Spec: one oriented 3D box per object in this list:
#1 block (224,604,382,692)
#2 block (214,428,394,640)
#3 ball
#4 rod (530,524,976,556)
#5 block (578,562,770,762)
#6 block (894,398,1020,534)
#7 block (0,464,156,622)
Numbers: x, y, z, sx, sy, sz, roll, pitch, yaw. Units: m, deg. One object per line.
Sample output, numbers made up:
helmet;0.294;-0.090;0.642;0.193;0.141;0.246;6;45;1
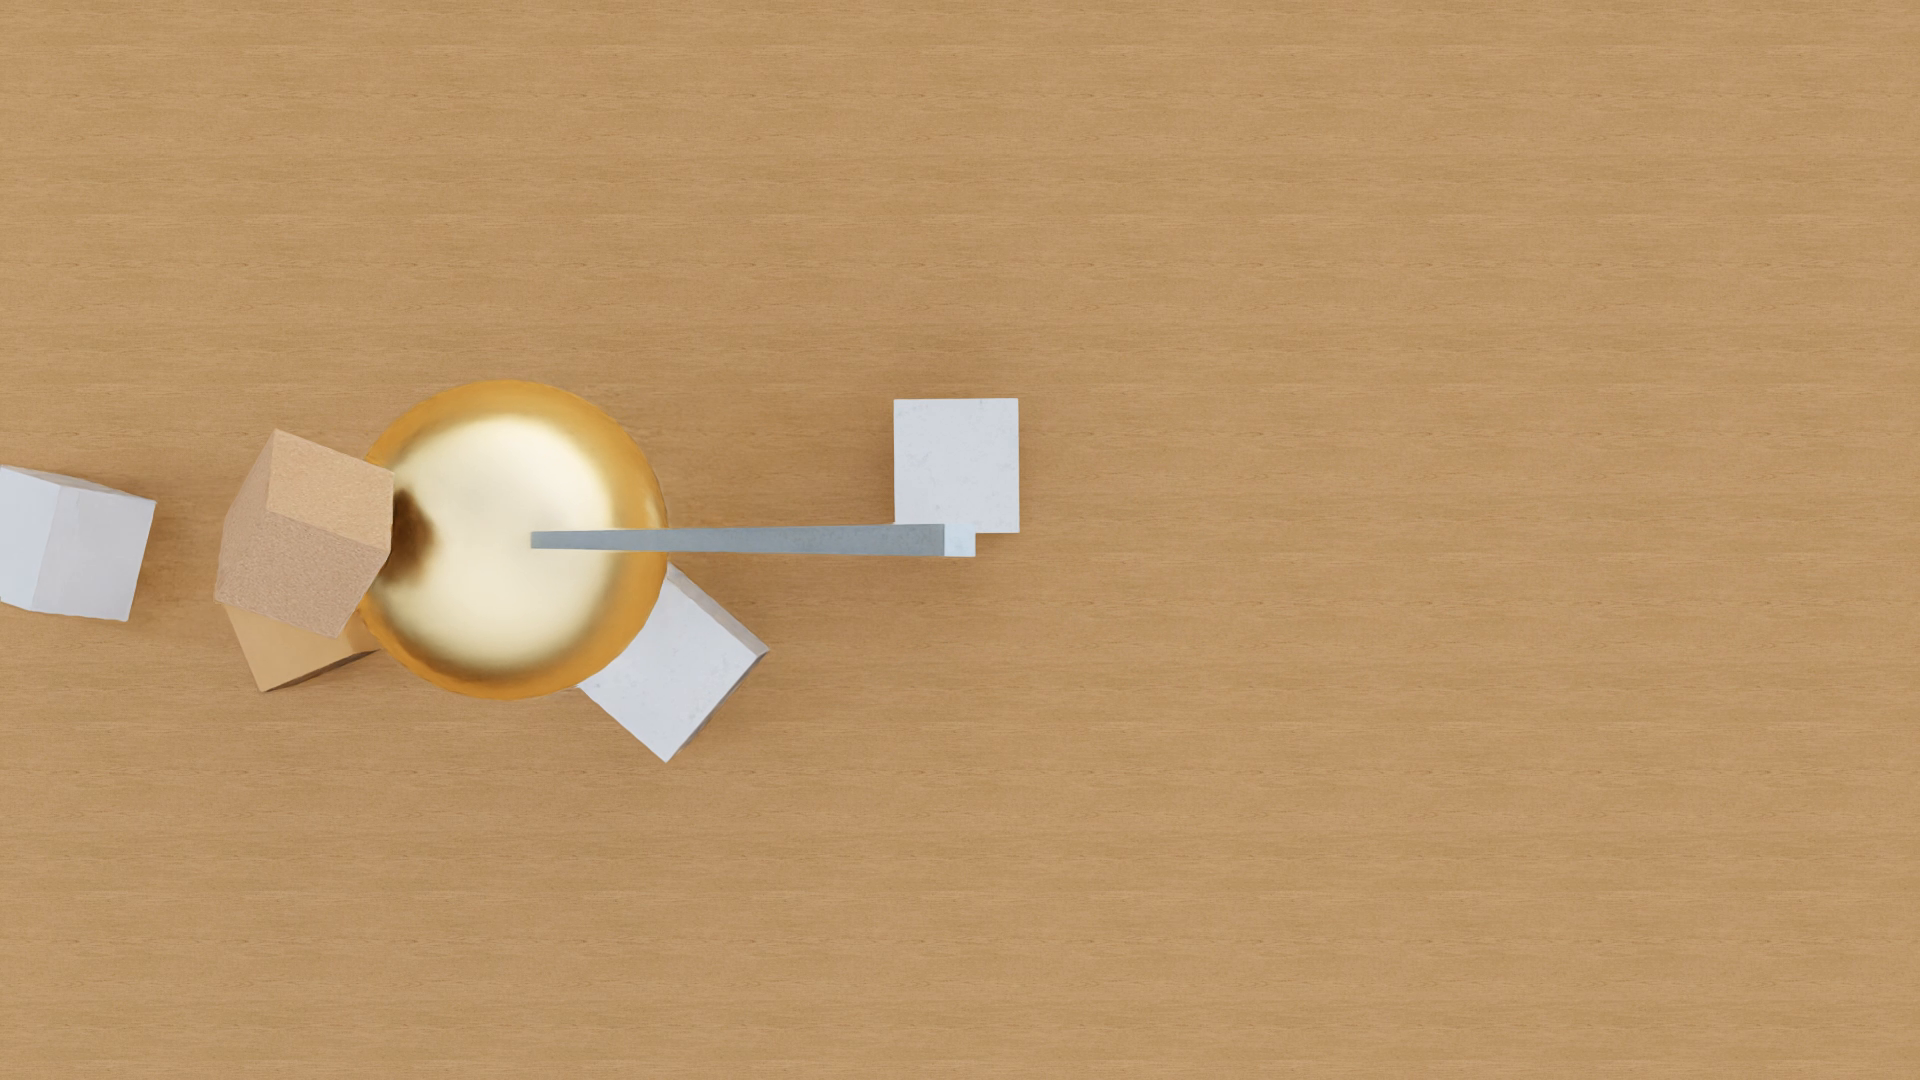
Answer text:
block;-3.782;0.491;12.691;0.572;0.619;0.564;-23;90;0
block;-2.974;-0.025;9.999;0.572;0.577;0.581;22;122;-28
ball;-2.249;0.000;10.931;1.600;1.600;1.600;0;90;0
rod;-0.975;0.000;7.779;0.080;5.200;0.080;0;90;-22
block;-1.670;0.679;12.569;0.790;0.862;0.773;41;90;0
block;-0.020;-0.415;12.669;0.697;0.662;0.753;-1;90;0
block;-5.165;0.009;12.534;0.723;0.659;0.710;14;90;30
